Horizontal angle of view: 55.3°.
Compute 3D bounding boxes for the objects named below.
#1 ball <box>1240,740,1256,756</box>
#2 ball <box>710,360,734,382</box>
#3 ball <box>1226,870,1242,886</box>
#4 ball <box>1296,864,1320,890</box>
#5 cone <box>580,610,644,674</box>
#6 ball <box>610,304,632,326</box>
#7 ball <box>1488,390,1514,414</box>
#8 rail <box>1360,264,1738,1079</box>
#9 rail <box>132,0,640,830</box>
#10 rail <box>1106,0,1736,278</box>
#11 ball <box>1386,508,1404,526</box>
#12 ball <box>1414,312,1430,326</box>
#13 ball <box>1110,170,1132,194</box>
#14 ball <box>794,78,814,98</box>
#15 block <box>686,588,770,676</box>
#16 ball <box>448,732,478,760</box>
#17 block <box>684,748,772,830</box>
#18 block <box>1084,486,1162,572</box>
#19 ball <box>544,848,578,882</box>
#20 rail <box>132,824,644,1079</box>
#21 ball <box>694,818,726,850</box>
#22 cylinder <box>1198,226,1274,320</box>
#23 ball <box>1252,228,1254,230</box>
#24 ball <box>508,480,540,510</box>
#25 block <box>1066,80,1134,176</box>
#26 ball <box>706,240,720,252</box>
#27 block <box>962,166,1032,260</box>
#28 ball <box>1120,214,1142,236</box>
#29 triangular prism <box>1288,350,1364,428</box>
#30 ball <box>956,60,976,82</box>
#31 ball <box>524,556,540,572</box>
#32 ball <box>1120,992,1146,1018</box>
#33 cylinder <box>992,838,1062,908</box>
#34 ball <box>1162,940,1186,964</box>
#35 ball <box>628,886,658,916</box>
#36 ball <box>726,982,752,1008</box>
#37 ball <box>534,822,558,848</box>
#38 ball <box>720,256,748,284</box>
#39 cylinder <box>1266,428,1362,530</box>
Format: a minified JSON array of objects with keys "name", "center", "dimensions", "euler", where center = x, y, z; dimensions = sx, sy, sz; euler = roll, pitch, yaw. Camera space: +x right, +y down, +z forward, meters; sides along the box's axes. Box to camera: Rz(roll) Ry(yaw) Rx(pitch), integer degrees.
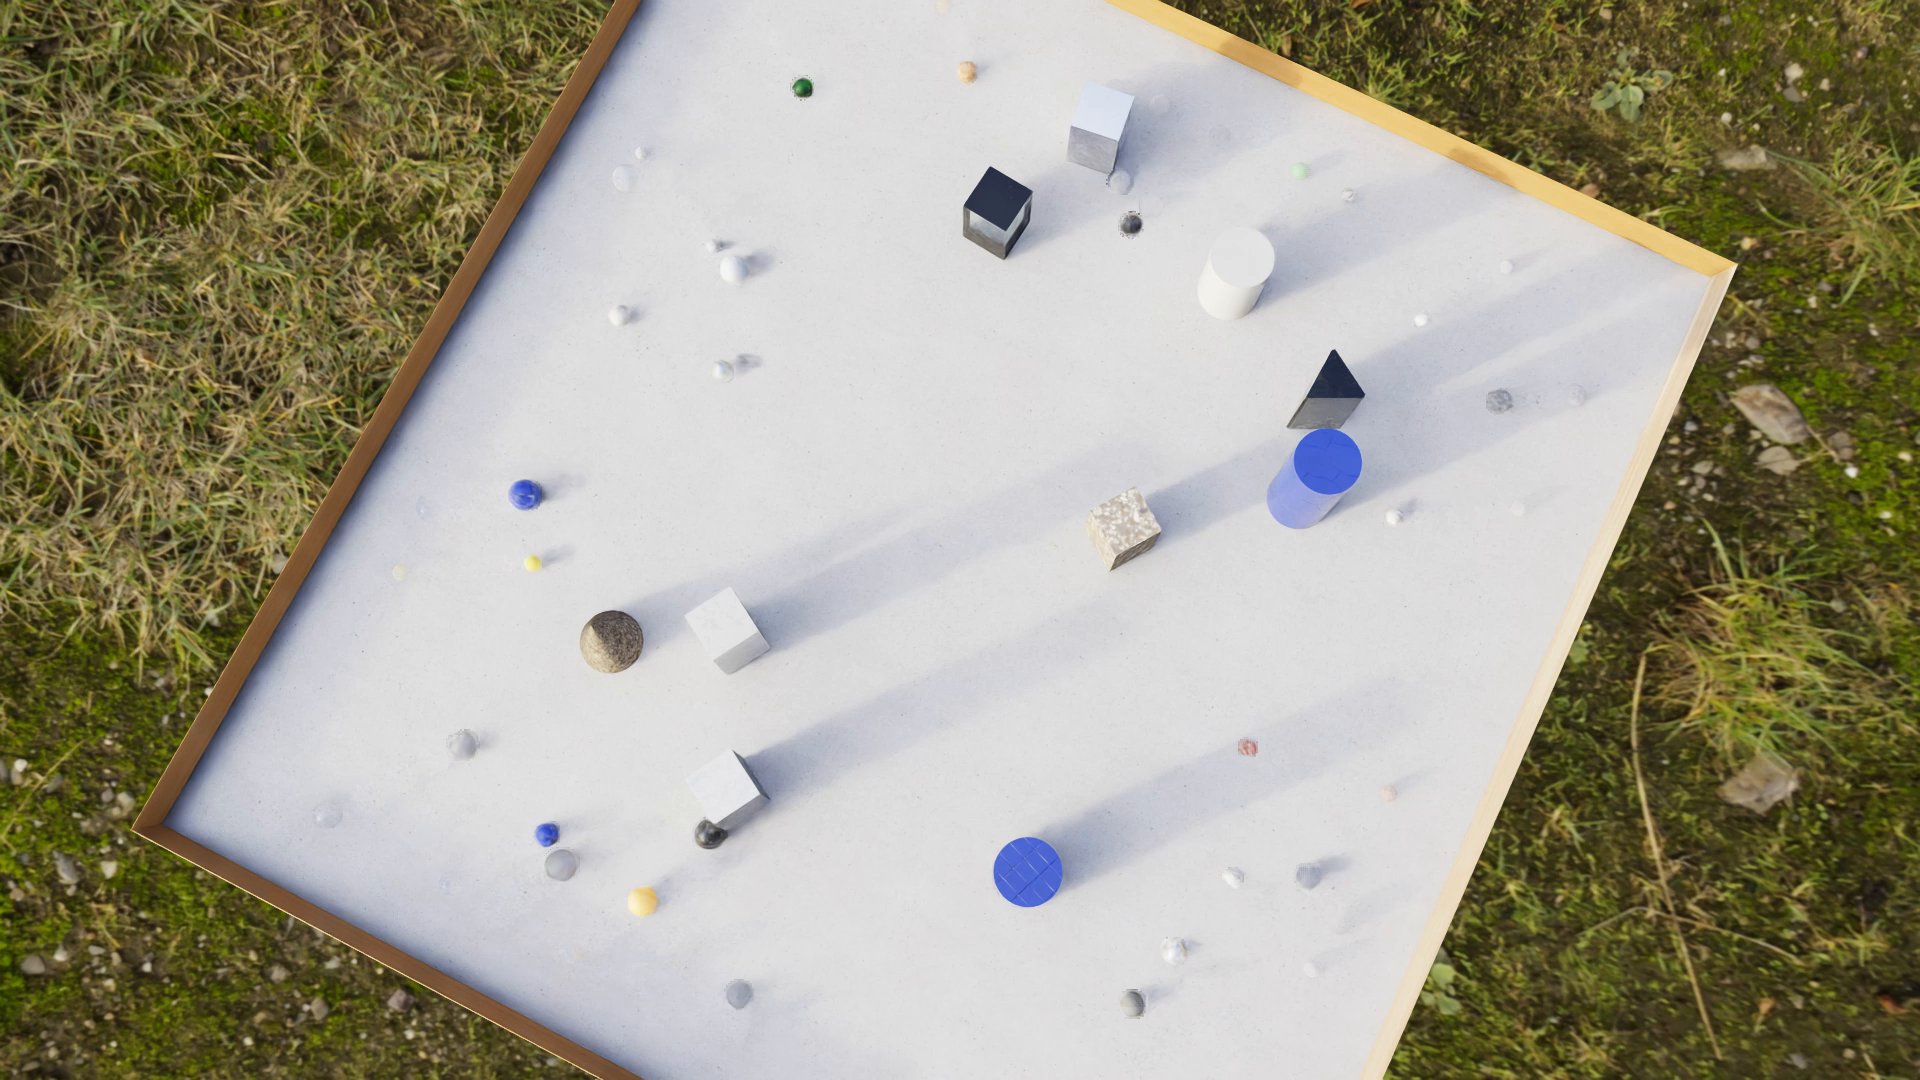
[{"name":"ball","center":[0.859,0.620,5.463],"dimensions":[0.049,0.049,0.049],"euler":[0,78,0]},{"name":"ball","center":[-0.739,-0.524,5.690],"dimensions":[0.069,0.069,0.069],"euler":[0,78,0]},{"name":"ball","center":[0.804,0.994,5.386],"dimensions":[0.049,0.049,0.049],"euler":[0,78,0]},{"name":"ball","center":[1.022,0.988,5.376],"dimensions":[0.071,0.071,0.071],"euler":[0,78,0]},{"name":"cone","center":[-1.056,0.277,5.400],"dimensions":[0.193,0.313,0.193],"euler":[0,78,0]},{"name":"ball","center":[-1.062,-0.701,5.727],"dimensions":[0.068,0.068,0.068],"euler":[0,78,0]},{"name":"ball","center":[1.672,-0.429,5.667],"dimensions":[0.074,0.074,0.074],"euler":[0,78,0]},{"name":"rail","center":[1.558,0.769,5.392],"dimensions":[0.045,0.126,3.700],"euler":[26,80,5]},{"name":"rail","center":[-1.558,-0.756,5.708],"dimensions":[0.045,0.126,3.700],"euler":[26,80,5]},{"name":"rail","center":[0.817,-1.593,5.881],"dimensions":[3.531,0.126,0.045],"euler":[26,80,5]},{"name":"ball","center":[1.329,-0.070,5.604],"dimensions":[0.053,0.053,0.053],"euler":[0,78,0]},{"name":"ball","center":[1.447,-0.690,5.736],"dimensions":[0.045,0.045,0.045],"euler":[0,78,0]},{"name":"ball","center":[0.510,-1.136,5.814],"dimensions":[0.073,0.073,0.073],"euler":[0,78,0]},{"name":"ball","center":[-0.504,-1.451,5.884],"dimensions":[0.065,0.065,0.065],"euler":[0,78,0]},{"name":"block","center":[-0.679,0.271,5.388],"dimensions":[0.155,0.337,0.155],"euler":[-33,80,-6]},{"name":"ball","center":[-1.478,0.611,5.447],"dimensions":[0.084,0.084,0.084],"euler":[0,78,0]},{"name":"block","center":[-0.669,0.725,5.309],"dimensions":[0.155,0.309,0.155],"euler":[-33,80,-7]},{"name":"block","center":[0.486,-0.031,5.494],"dimensions":[0.155,0.253,0.155],"euler":[-28,80,-6]},{"name":"ball","center":[-1.168,0.954,5.370],"dimensions":[0.096,0.096,0.096],"euler":[0,78,0]},{"name":"rail","center":[-0.817,1.606,5.219],"dimensions":[3.531,0.126,0.045],"euler":[26,80,5]},{"name":"ball","center":[-0.736,0.866,5.387],"dimensions":[0.093,0.093,0.093],"euler":[0,78,0]},{"name":"cylinder","center":[0.845,-0.815,5.631],"dimensions":[0.193,0.302,0.193],"euler":[0,78,0]},{"name":"ball","center":[0.915,-0.959,5.787],"dimensions":[0.055,0.055,0.055],"euler":[0,78,0]},{"name":"ball","center":[-1.330,-0.137,5.596],"dimensions":[0.097,0.097,0.097],"euler":[0,78,0]},{"name":"block","center":[0.437,-1.288,5.746],"dimensions":[0.155,0.268,0.155],"euler":[19,79,4]},{"name":"ball","center":[-0.780,-0.927,5.788],"dimensions":[0.040,0.040,0.040],"euler":[0,78,0]},{"name":"block","center":[0.115,-1.013,5.697],"dimensions":[0.155,0.252,0.155],"euler":[32,80,6]},{"name":"ball","center":[0.542,-0.994,5.787],"dimensions":[0.069,0.069,0.069],"euler":[0,78,0]},{"name":"triangular prism","center":[1.097,-0.454,5.533],"dimensions":[0.167,0.349,0.145],"euler":[0,78,0]},{"name":"ball","center":[0.021,-1.506,5.894],"dimensions":[0.068,0.068,0.068],"euler":[0,78,0]},{"name":"ball","center":[-1.301,0.071,5.576],"dimensions":[0.050,0.050,0.050],"euler":[0,78,0]},{"name":"ball","center":[0.499,1.344,5.301],"dimensions":[0.074,0.074,0.074],"euler":[0,78,0]},{"name":"cylinder","center":[0.190,0.958,5.264],"dimensions":[0.193,0.302,0.193],"euler":[0,78,0]},{"name":"ball","center":[0.623,1.199,5.332],"dimensions":[0.072,0.072,0.072],"euler":[0,78,0]},{"name":"ball","center":[-0.927,1.056,5.354],"dimensions":[0.086,0.086,0.086],"euler":[0,78,0]},{"name":"ball","center":[-0.638,1.318,5.305],"dimensions":[0.075,0.075,0.075],"euler":[0,78,0]},{"name":"ball","center":[-1.219,0.869,5.400],"dimensions":[0.073,0.073,0.073],"euler":[0,78,0]},{"name":"ball","center":[-0.709,-0.849,5.747],"dimensions":[0.089,0.089,0.089],"euler":[0,78,0]},{"name":"cylinder","center":[1.040,-0.175,5.412],"dimensions":[0.193,0.471,0.193],"euler":[0,78,0]}]
